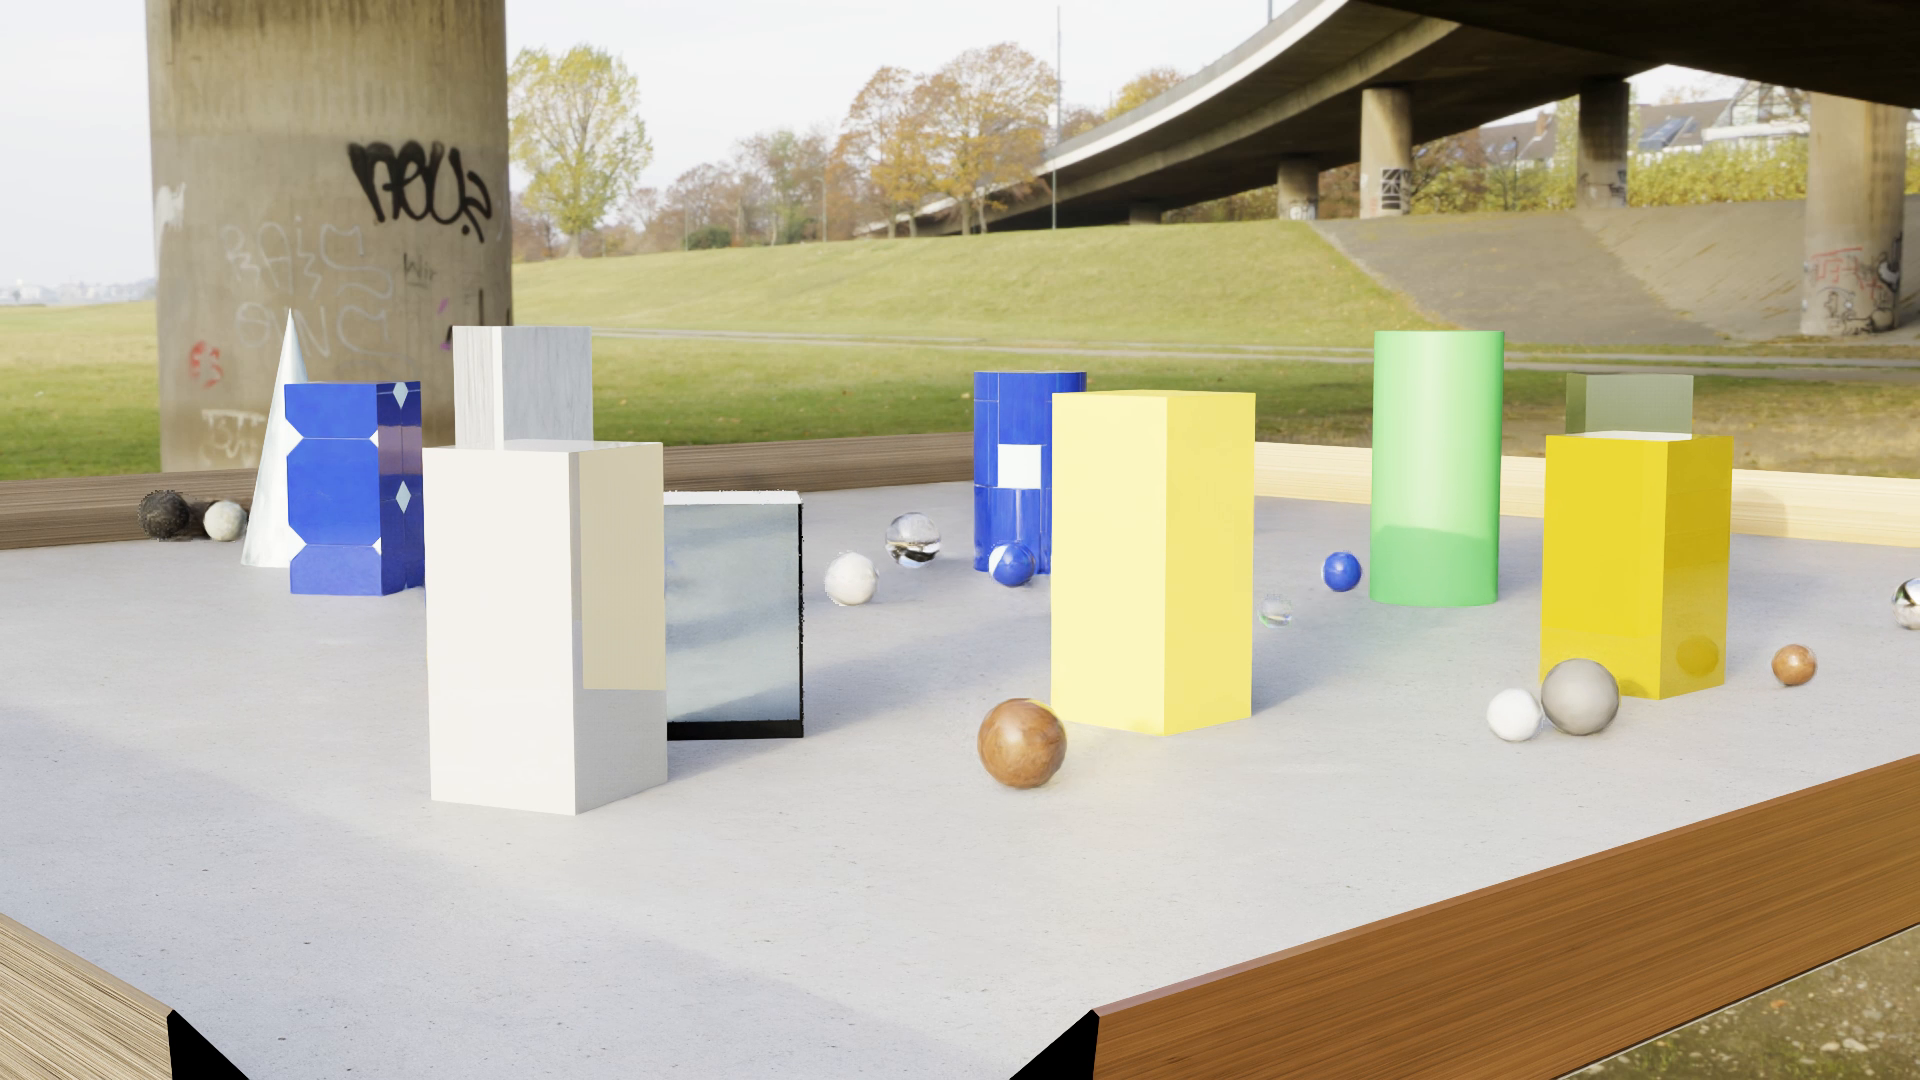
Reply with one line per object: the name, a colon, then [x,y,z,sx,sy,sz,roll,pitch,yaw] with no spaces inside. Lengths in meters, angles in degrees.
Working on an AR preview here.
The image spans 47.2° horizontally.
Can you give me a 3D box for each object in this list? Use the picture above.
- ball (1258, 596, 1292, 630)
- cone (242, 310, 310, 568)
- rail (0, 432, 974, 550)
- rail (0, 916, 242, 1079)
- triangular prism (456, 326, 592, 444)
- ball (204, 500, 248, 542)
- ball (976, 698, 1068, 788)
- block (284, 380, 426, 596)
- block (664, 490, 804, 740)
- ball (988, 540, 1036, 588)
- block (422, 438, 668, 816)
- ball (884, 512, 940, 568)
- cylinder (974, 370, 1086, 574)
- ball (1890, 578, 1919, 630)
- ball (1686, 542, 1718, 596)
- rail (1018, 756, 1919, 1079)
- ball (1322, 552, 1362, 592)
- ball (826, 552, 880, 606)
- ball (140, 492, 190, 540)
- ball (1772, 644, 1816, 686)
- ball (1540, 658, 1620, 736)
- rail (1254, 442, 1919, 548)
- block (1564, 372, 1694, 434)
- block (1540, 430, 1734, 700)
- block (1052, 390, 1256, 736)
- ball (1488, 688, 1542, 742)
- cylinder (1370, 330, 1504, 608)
ball: [0.439,0.102,3.065,0.047,0.047,0.047,0,6,0]
cone: [-1.176,-0.186,3.884,0.194,0.448,0.194,0,6,0]
rail: [-1.179,-0.101,4.602,3.702,0.126,0.045,-6,8,-42]
rail: [-1.343,0.162,2.100,0.045,0.126,3.523,-6,8,-42]
triangular prism: [-0.562,-0.050,2.706,0.145,0.424,0.168,4,7,31]
ball: [-1.406,-0.035,4.211,0.080,0.080,0.080,0,6,0]
ball: [0.058,0.189,2.050,0.085,0.085,0.085,0,6,0]
block: [-0.959,-0.085,3.492,0.155,0.329,0.155,1,6,11]
block: [-0.249,0.077,2.346,0.155,0.246,0.155,-1,6,-6]
ball: [0.083,0.039,3.525,0.075,0.075,0.075,0,6,0]
block: [-0.379,0.073,2.025,0.155,0.321,0.155,3,7,24]
ball: [-0.082,0.000,3.797,0.097,0.097,0.097,0,6,0]
cylinder: [0.120,-0.120,3.778,0.194,0.339,0.194,0,6,0]
ball: [1.333,0.089,3.057,0.073,0.073,0.073,0,6,0]
ball: [1.139,0.045,3.427,0.083,0.083,0.083,0,6,0]
rail: [1.179,0.166,2.062,3.702,0.126,0.045,-6,8,-42]
ball: [0.603,0.050,3.471,0.064,0.064,0.064,0,6,0]
ball: [-0.162,0.059,3.307,0.080,0.080,0.080,0,6,0]
ball: [-1.518,-0.046,4.199,0.091,0.091,0.091,0,6,0]
ball: [0.988,0.148,2.606,0.050,0.050,0.050,0,6,0]
ball: [0.650,0.164,2.307,0.081,0.081,0.081,0,6,0]
rail: [1.343,-0.097,4.564,0.045,0.126,3.523,-6,8,-42]
block: [1.015,-0.080,3.357,0.155,0.347,0.155,0,6,5]
block: [0.801,0.024,2.605,0.155,0.296,0.155,-6,8,-44]
block: [0.209,0.018,2.389,0.155,0.354,0.155,6,8,43]
ball: [0.572,0.181,2.269,0.055,0.055,0.055,0,6,0]
cylinder: [0.730,-0.114,3.373,0.194,0.411,0.194,0,6,0]
